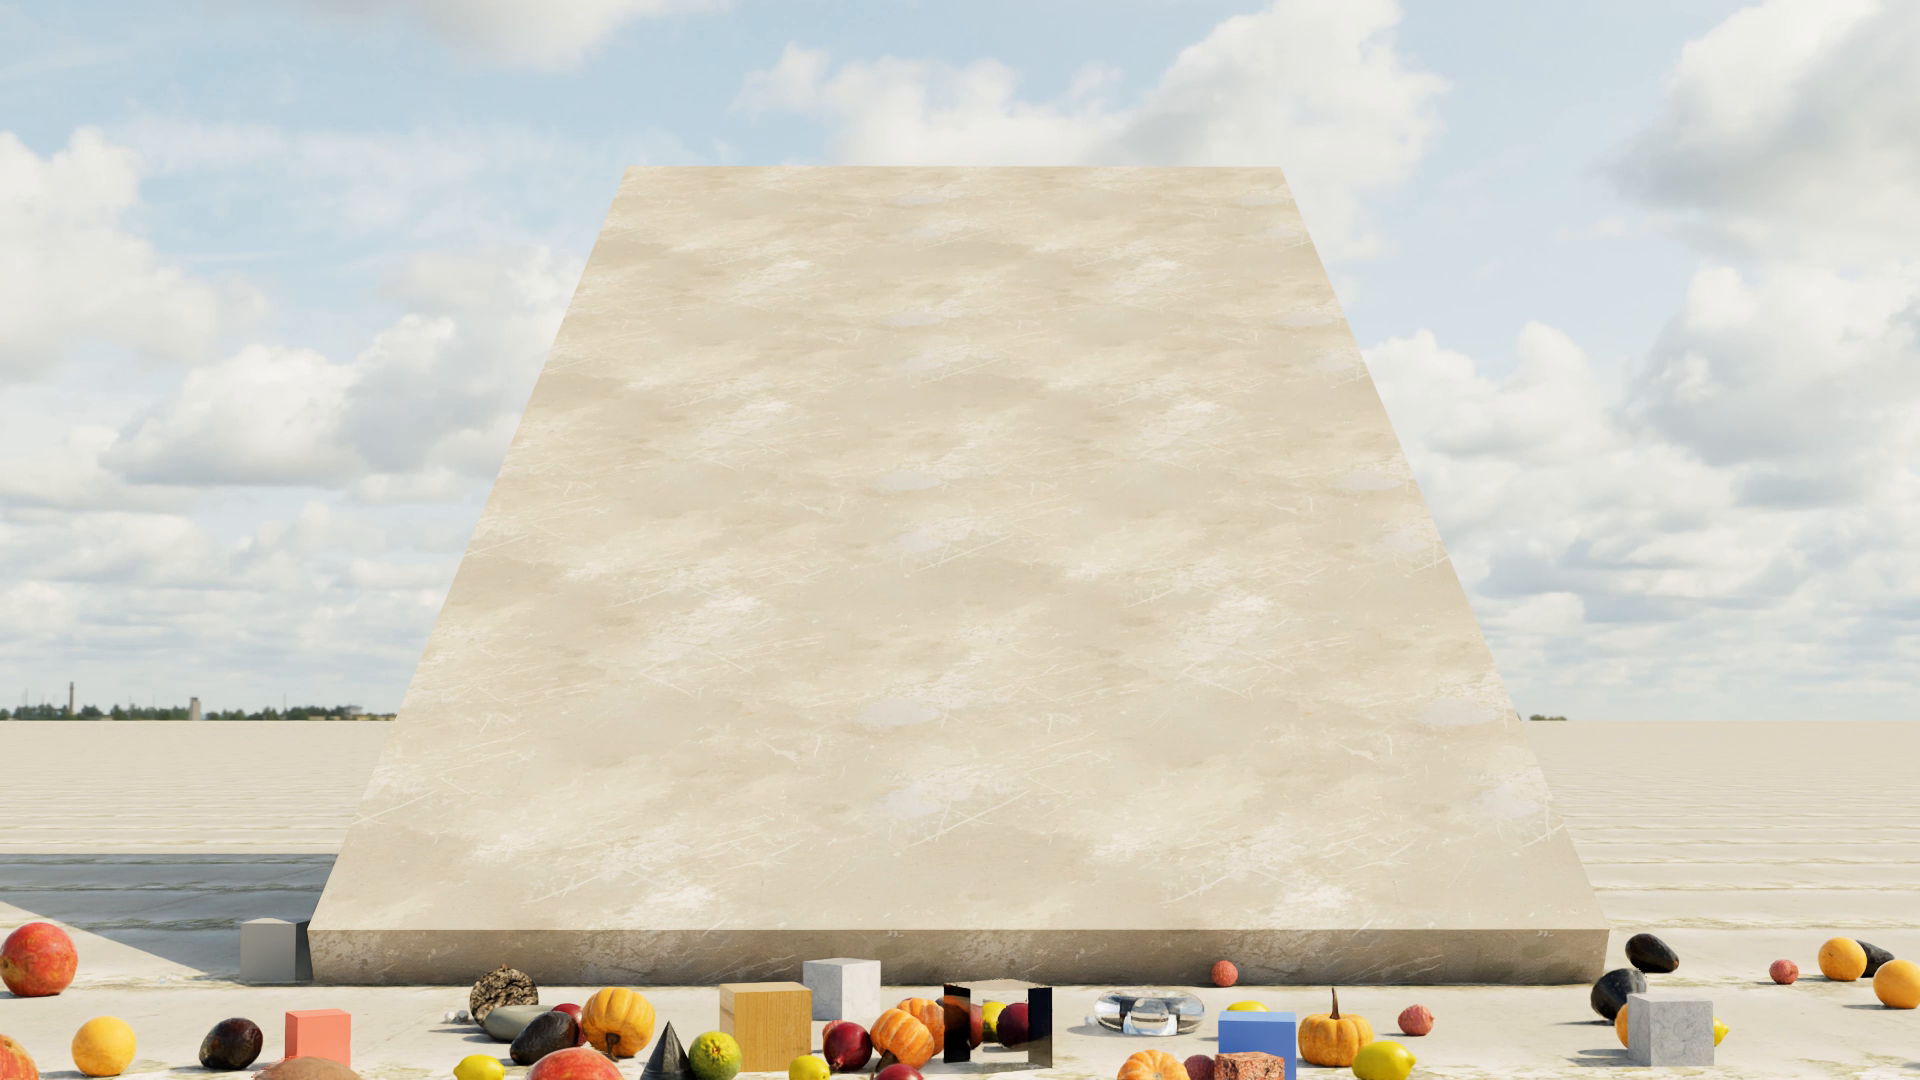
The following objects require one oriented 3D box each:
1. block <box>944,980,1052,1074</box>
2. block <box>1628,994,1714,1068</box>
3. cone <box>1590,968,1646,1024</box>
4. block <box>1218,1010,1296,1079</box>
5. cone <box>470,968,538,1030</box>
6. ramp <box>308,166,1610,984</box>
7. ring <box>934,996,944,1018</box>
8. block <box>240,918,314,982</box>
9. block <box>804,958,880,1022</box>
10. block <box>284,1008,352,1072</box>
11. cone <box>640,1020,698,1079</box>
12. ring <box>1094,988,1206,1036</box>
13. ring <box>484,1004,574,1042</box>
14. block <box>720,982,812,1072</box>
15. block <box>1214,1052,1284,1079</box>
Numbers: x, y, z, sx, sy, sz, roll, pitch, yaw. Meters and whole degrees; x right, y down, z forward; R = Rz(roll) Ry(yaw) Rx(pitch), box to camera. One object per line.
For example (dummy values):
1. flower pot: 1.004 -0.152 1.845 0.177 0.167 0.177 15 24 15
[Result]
1. block: 0.045 0.577 2.796 0.095 0.095 0.095 2 -5 -29
2. block: 0.853 0.588 2.826 0.077 0.077 0.077 0 -4 -4
3. cone: 0.901 0.633 3.164 0.081 0.081 0.081 1 22 -9
4. block: 0.328 0.567 2.594 0.084 0.084 0.084 -1 -4 8
5. cone: -0.606 0.629 3.133 0.090 0.090 0.090 1 -31 -9
6. ramp: -0.010 -0.229 5.435 2.000 0.100 4.000 0 26 0
7. ring: 0.001 0.645 3.250 0.078 0.026 0.078 1 -5 0
8. block: -1.078 0.648 3.727 0.090 0.090 0.090 0 -4 6
9. block: -0.164 0.620 3.254 0.075 0.075 0.075 -4 -6 41
10. block: -0.762 0.593 2.794 0.062 0.062 0.062 2 -5 -29
11. cone: -0.330 0.579 2.668 0.071 0.071 0.071 0 -4 0
12. ring: 0.251 0.624 3.111 0.147 0.049 0.147 1 -5 0
13. ring: -0.555 0.623 3.034 0.115 0.038 0.115 1 -5 0
14. block: -0.232 0.578 2.798 0.092 0.092 0.092 1 -4 -16
15. block: 0.307 0.575 2.496 0.054 0.054 0.054 2 -5 -22
